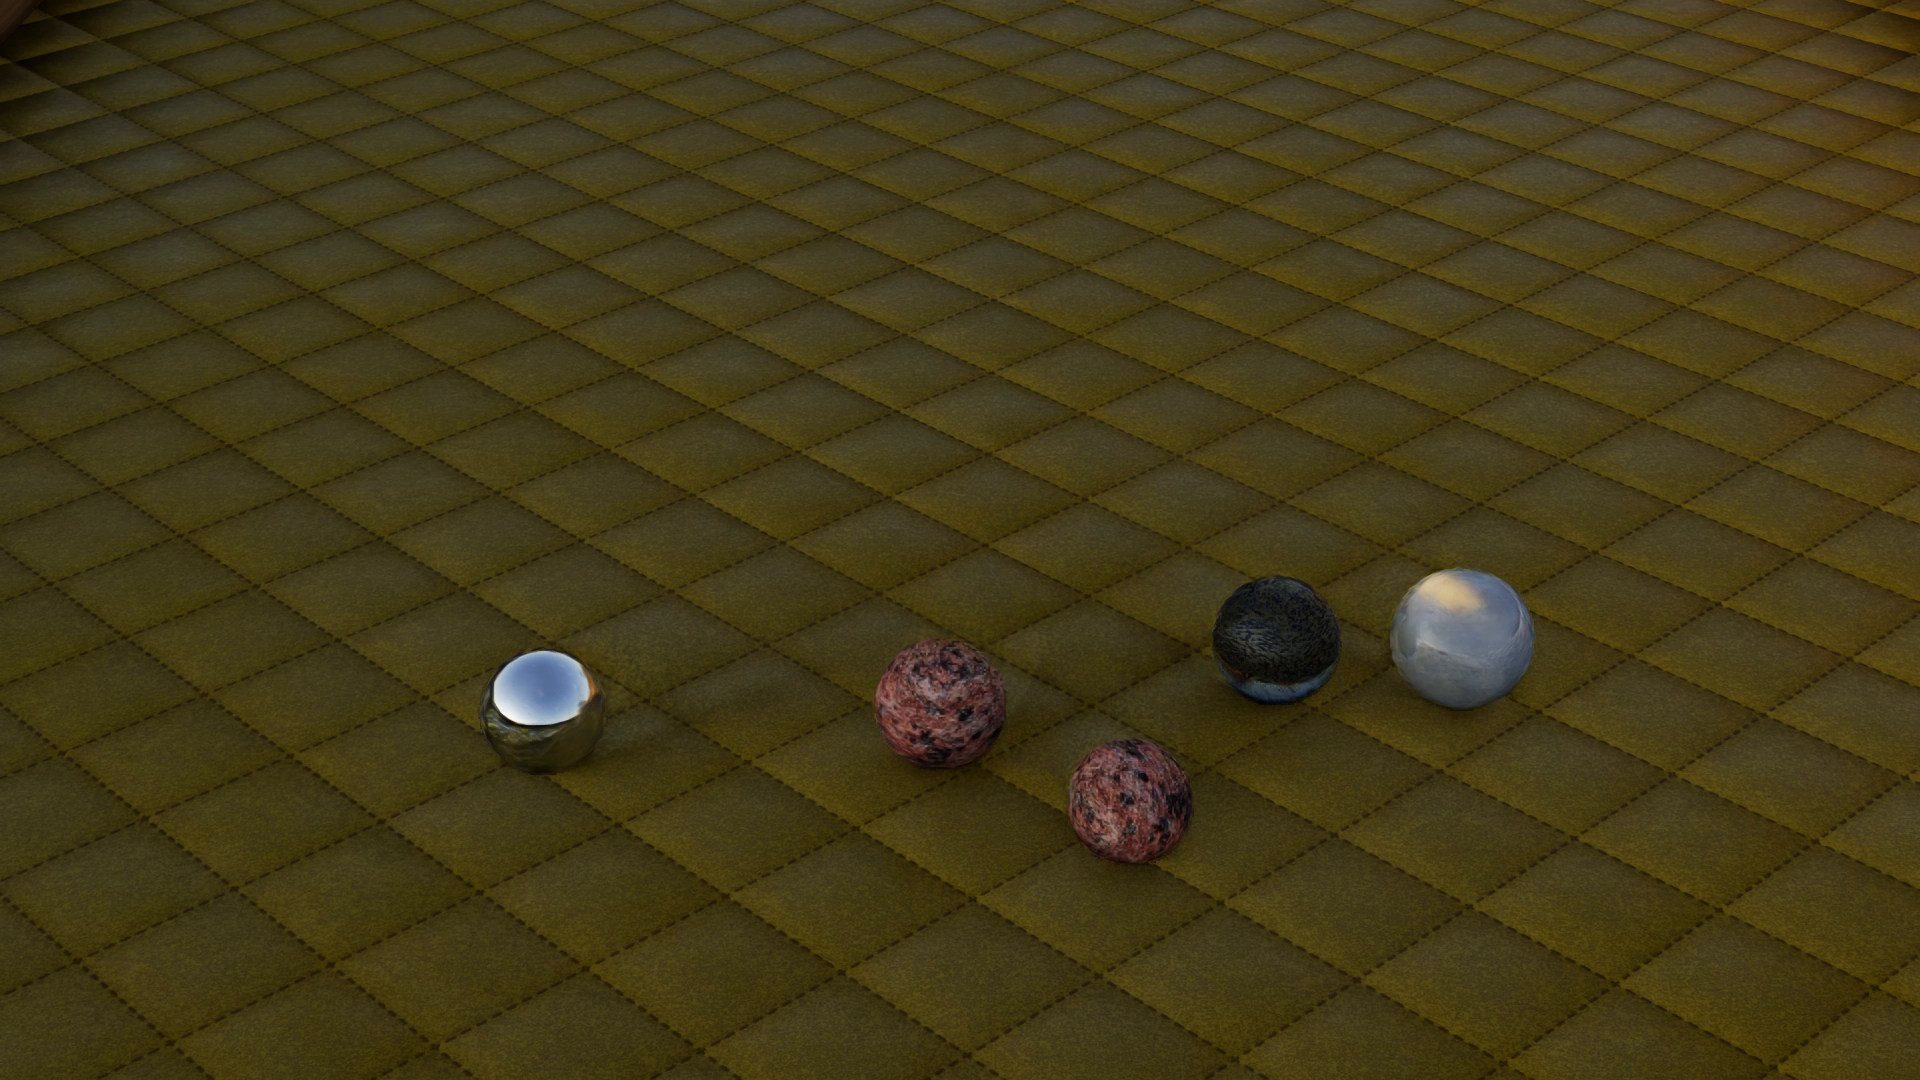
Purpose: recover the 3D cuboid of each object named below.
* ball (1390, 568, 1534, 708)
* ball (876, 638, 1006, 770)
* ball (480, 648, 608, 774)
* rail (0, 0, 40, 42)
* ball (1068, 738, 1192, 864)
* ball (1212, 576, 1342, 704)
[{"bbox_3d":[0.279,0.055,1.638,0.079,0.079,0.079,0,28,0],"label":"ball"},{"bbox_3d":[-0.010,0.088,1.584,0.071,0.071,0.071,0,28,0],"label":"ball"},{"bbox_3d":[-0.224,0.092,1.581,0.067,0.067,0.067,0,28,0],"label":"ball"},{"bbox_3d":[-0.844,-0.430,2.507,0.045,0.102,3.414,1,28,1],"label":"rail"},{"bbox_3d":[0.087,0.134,1.507,0.064,0.064,0.064,0,28,0],"label":"ball"},{"bbox_3d":[0.177,0.056,1.643,0.072,0.072,0.072,0,28,0],"label":"ball"}]
